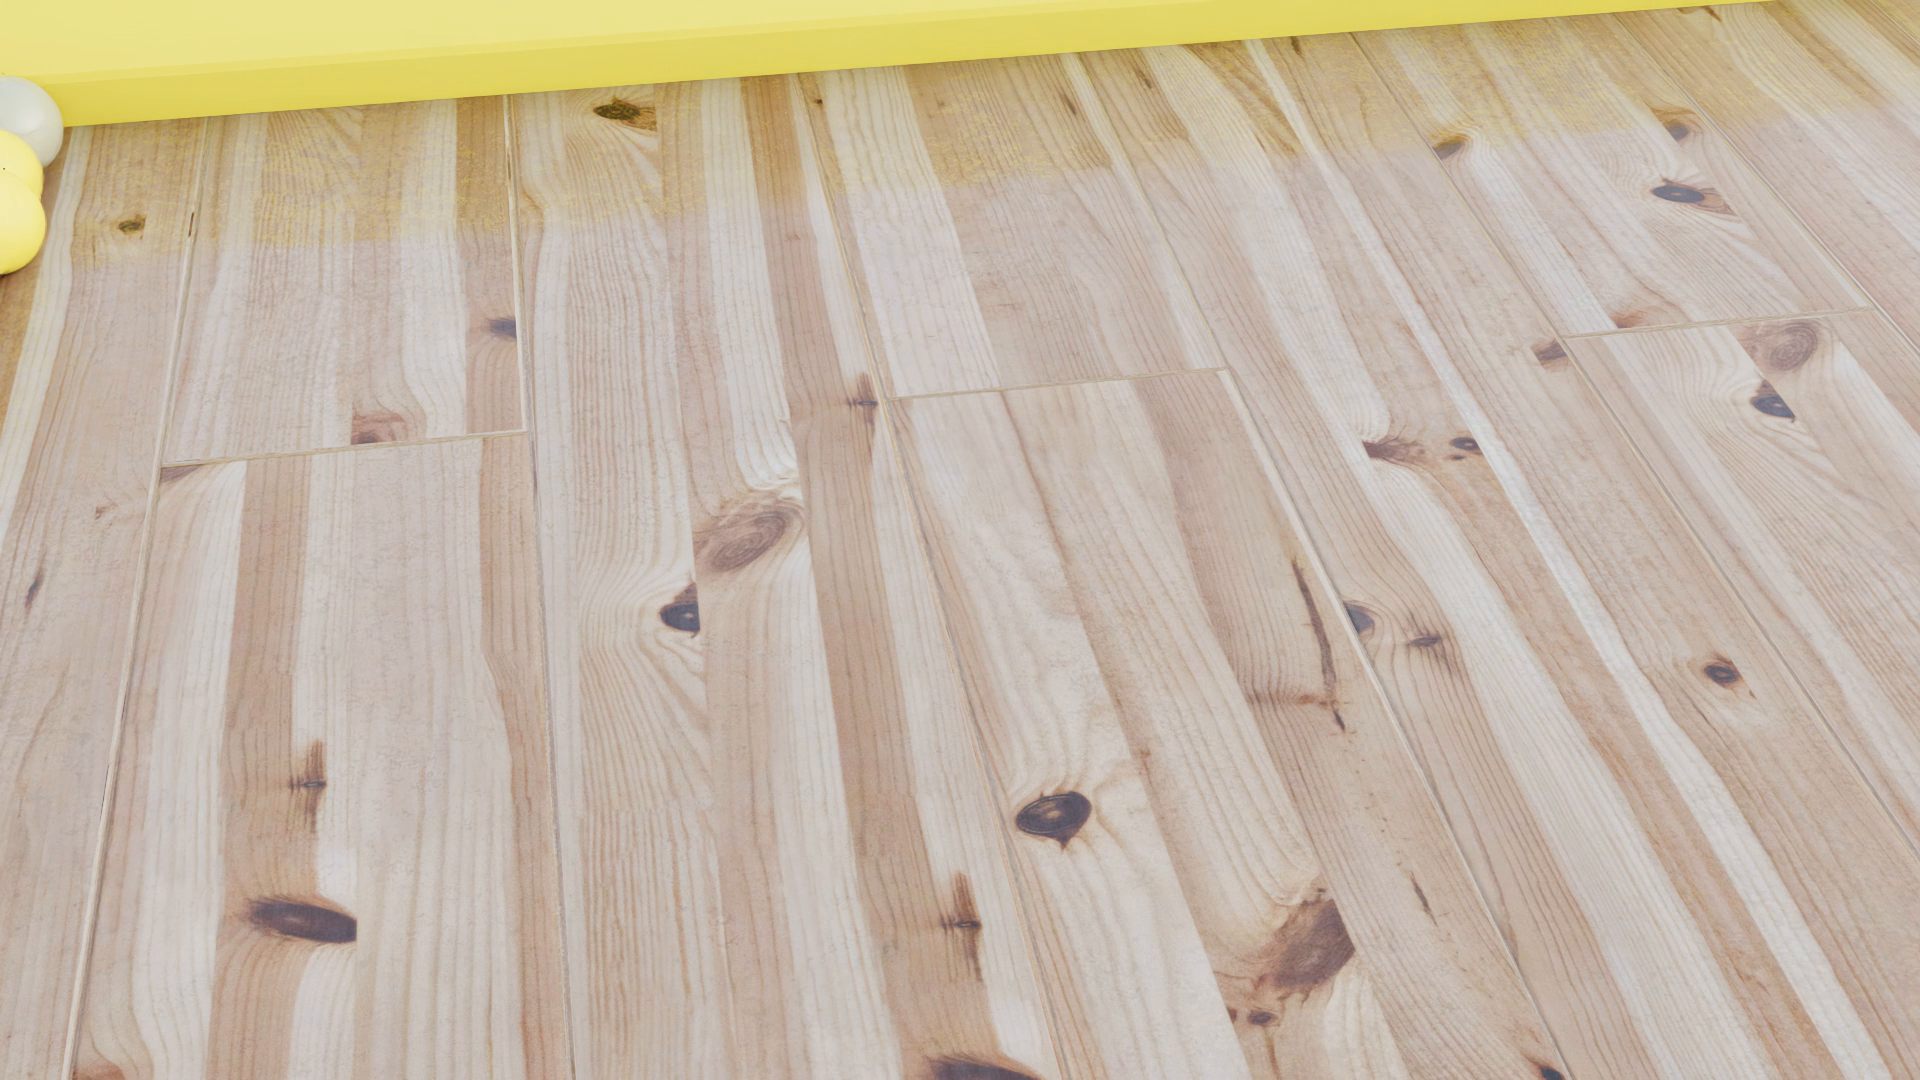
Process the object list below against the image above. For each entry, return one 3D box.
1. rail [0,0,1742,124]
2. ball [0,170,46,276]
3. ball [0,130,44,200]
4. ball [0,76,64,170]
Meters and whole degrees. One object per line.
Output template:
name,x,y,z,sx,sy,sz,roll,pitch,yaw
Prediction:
rail,0.609,-0.524,2.296,2.980,0.126,0.045,-6,36,-8
ball,-0.736,-0.241,1.943,0.082,0.082,0.082,0,36,0
ball,-0.757,-0.284,2.007,0.077,0.077,0.077,0,36,0
ball,-0.767,-0.333,2.070,0.083,0.083,0.083,0,36,0
